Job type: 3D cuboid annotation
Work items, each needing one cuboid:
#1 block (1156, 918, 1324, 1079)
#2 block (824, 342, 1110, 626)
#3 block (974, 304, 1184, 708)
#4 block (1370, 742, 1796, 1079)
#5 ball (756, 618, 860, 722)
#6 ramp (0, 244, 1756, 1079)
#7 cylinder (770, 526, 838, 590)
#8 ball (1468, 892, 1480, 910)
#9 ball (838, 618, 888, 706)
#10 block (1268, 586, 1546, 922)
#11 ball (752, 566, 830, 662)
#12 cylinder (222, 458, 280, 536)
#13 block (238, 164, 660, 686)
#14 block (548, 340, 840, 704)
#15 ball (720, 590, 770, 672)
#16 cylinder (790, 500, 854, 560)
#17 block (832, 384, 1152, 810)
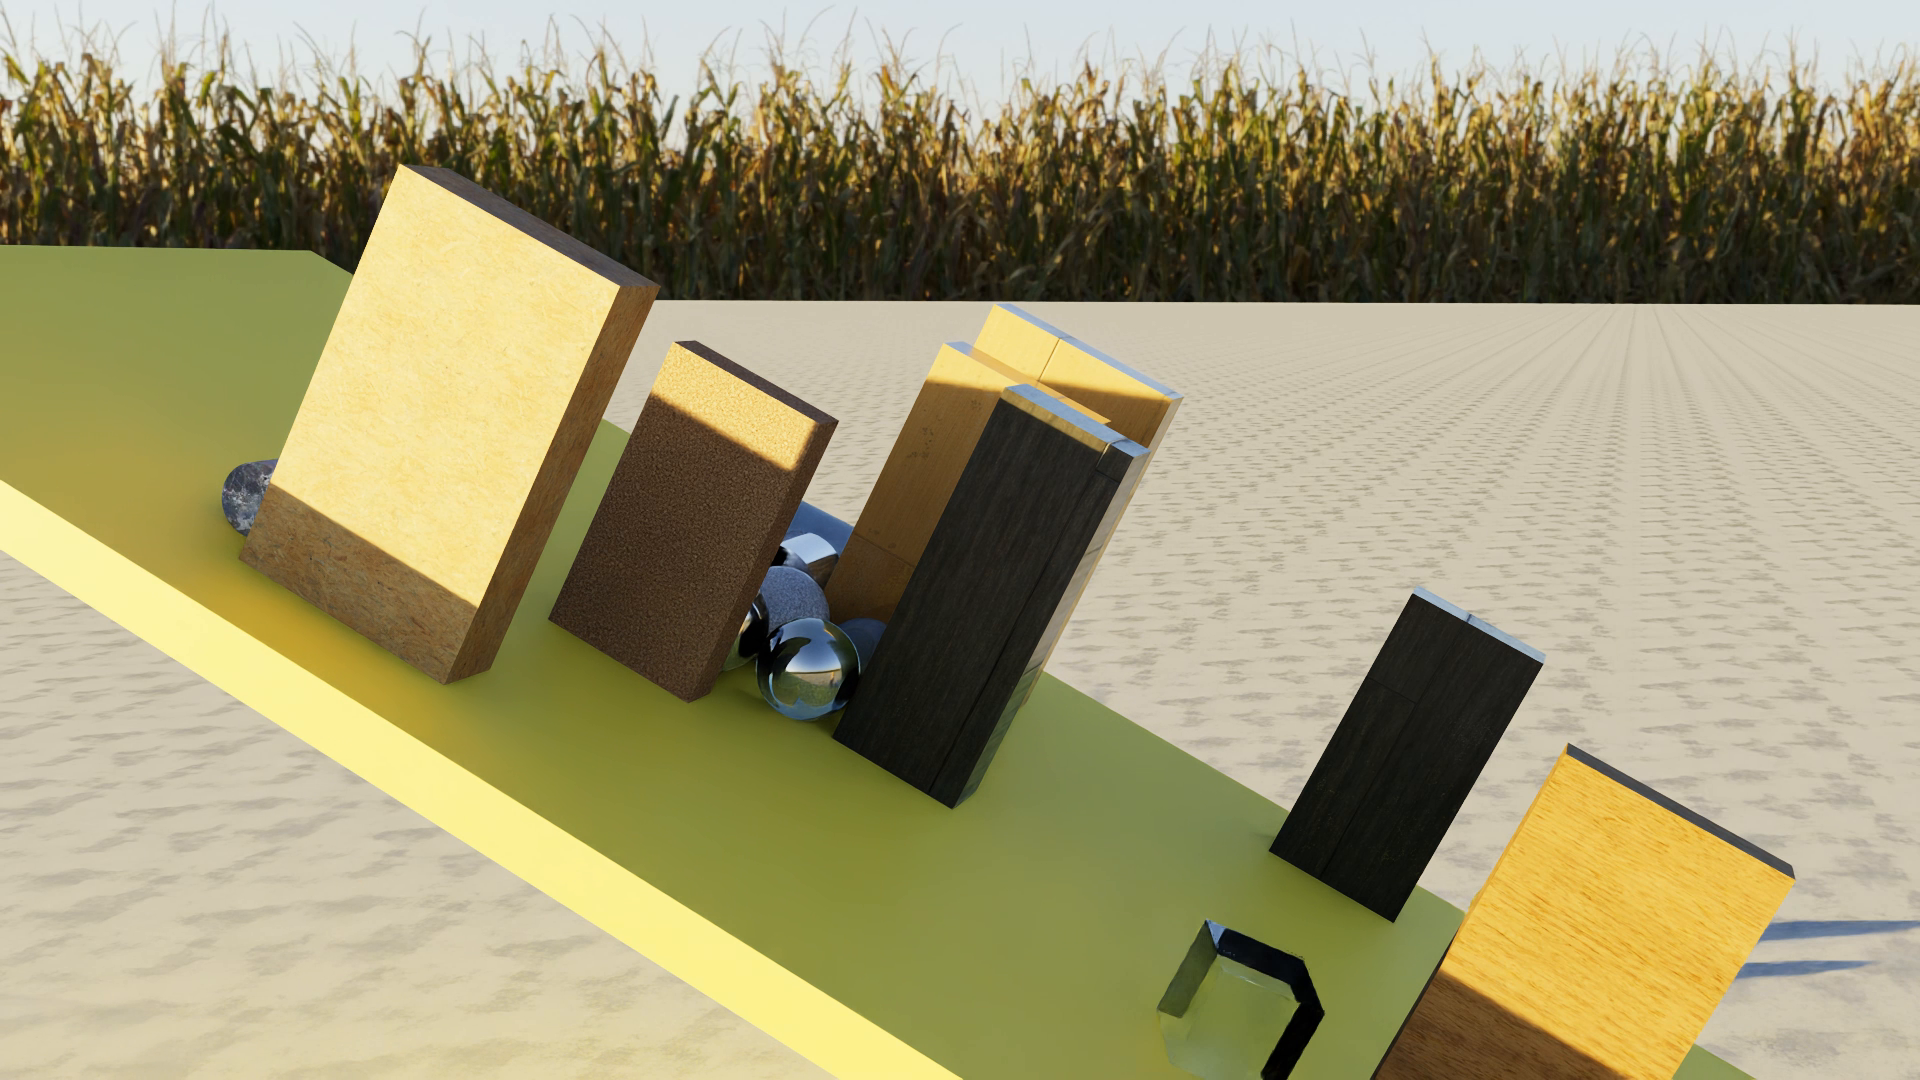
[{"bbox_3d":[0.443,0.751,3.502,0.179,0.179,0.179,24,14,-9],"label":"block"},{"bbox_3d":[-0.020,-0.002,4.325,0.336,0.695,0.131,29,14,12],"label":"block"},{"bbox_3d":[0.107,-0.067,4.671,0.425,0.754,0.119,29,14,12],"label":"block"},{"bbox_3d":[0.911,0.714,3.350,0.366,0.721,0.086,29,14,12],"label":"block"},{"bbox_3d":[-0.279,0.237,4.038,0.191,0.191,0.191,0,7,0],"label":"ball"},{"bbox_3d":[-0.236,0.394,4.155,4.000,0.100,2.000,29,14,12],"label":"ramp"},{"bbox_3d":[-0.353,0.088,4.455,0.189,0.189,0.189,1,18,7],"label":"cylinder"},{"bbox_3d":[1.489,1.037,6.079,0.164,0.164,0.164,0,7,0],"label":"ball"},{"bbox_3d":[-0.186,0.237,4.244,0.175,0.175,0.175,0,7,0],"label":"ball"},{"bbox_3d":[0.924,0.443,4.558,0.294,0.626,0.115,29,14,12],"label":"block"},{"bbox_3d":[-0.348,0.148,4.227,0.197,0.197,0.197,0,7,0],"label":"ball"},{"bbox_3d":[-1.154,-0.073,3.716,0.128,0.128,0.128,2,7,17],"label":"cylinder"},{"bbox_3d":[-0.821,-0.184,3.514,0.415,0.705,0.146,29,14,12],"label":"block"},{"bbox_3d":[-0.475,-0.033,3.895,0.304,0.560,0.096,29,14,12],"label":"block"},{"bbox_3d":[-0.447,0.147,4.060,0.192,0.192,0.192,0,7,0],"label":"ball"},{"bbox_3d":[-0.312,0.043,4.655,0.207,0.207,0.207,27,9,2],"label":"cylinder"},{"bbox_3d":[0.054,0.102,4.007,0.262,0.730,0.146,29,14,12],"label":"block"}]
